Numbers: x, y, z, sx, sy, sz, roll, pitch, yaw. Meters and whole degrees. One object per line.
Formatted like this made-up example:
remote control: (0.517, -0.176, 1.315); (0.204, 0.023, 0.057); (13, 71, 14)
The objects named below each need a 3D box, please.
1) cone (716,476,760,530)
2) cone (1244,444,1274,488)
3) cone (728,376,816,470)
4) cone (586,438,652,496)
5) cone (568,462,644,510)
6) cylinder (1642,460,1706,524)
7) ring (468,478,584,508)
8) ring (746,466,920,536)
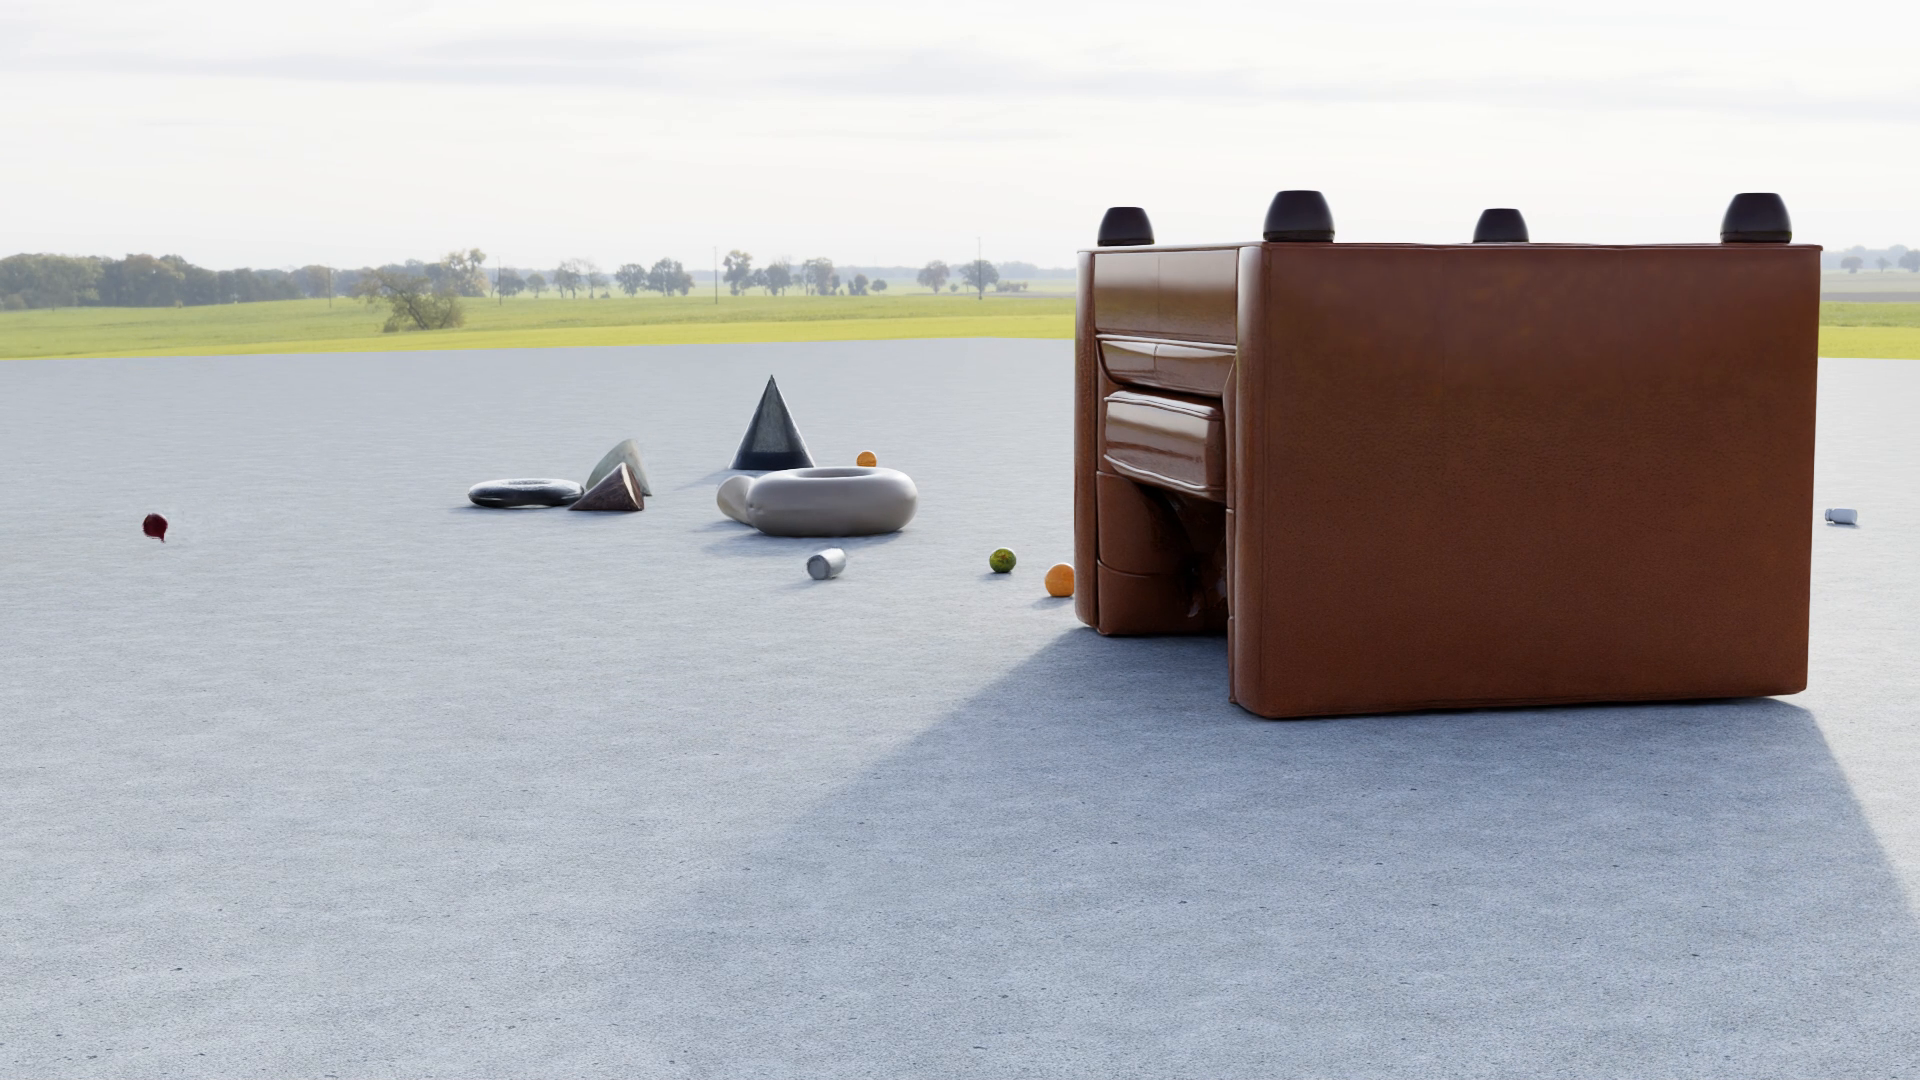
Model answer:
cone: (-0.557, -0.072, 6.812); (0.128, 0.122, 0.325); (-1, 17, -15)
cone: (0.936, -0.236, 8.011); (0.092, 0.142, 0.074); (1, 6, 6)
cone: (-0.646, -0.411, 8.826); (0.303, 0.323, 0.326); (-2, 6, -17)
cone: (-0.986, -0.176, 7.707); (0.157, 0.200, 0.262); (35, 29, 10)
cone: (-1.013, -0.117, 7.215); (0.201, 0.140, 0.192); (-20, -15, 4)
cylinder: (1.911, -0.129, 6.867); (0.158, 0.162, 0.132); (-30, -3, 17)
ring: (-1.252, -0.135, 7.412); (0.314, 0.066, 0.389); (3, 6, 21)
ring: (-0.329, -0.099, 6.631); (0.479, 0.154, 0.385); (-6, 9, -37)
